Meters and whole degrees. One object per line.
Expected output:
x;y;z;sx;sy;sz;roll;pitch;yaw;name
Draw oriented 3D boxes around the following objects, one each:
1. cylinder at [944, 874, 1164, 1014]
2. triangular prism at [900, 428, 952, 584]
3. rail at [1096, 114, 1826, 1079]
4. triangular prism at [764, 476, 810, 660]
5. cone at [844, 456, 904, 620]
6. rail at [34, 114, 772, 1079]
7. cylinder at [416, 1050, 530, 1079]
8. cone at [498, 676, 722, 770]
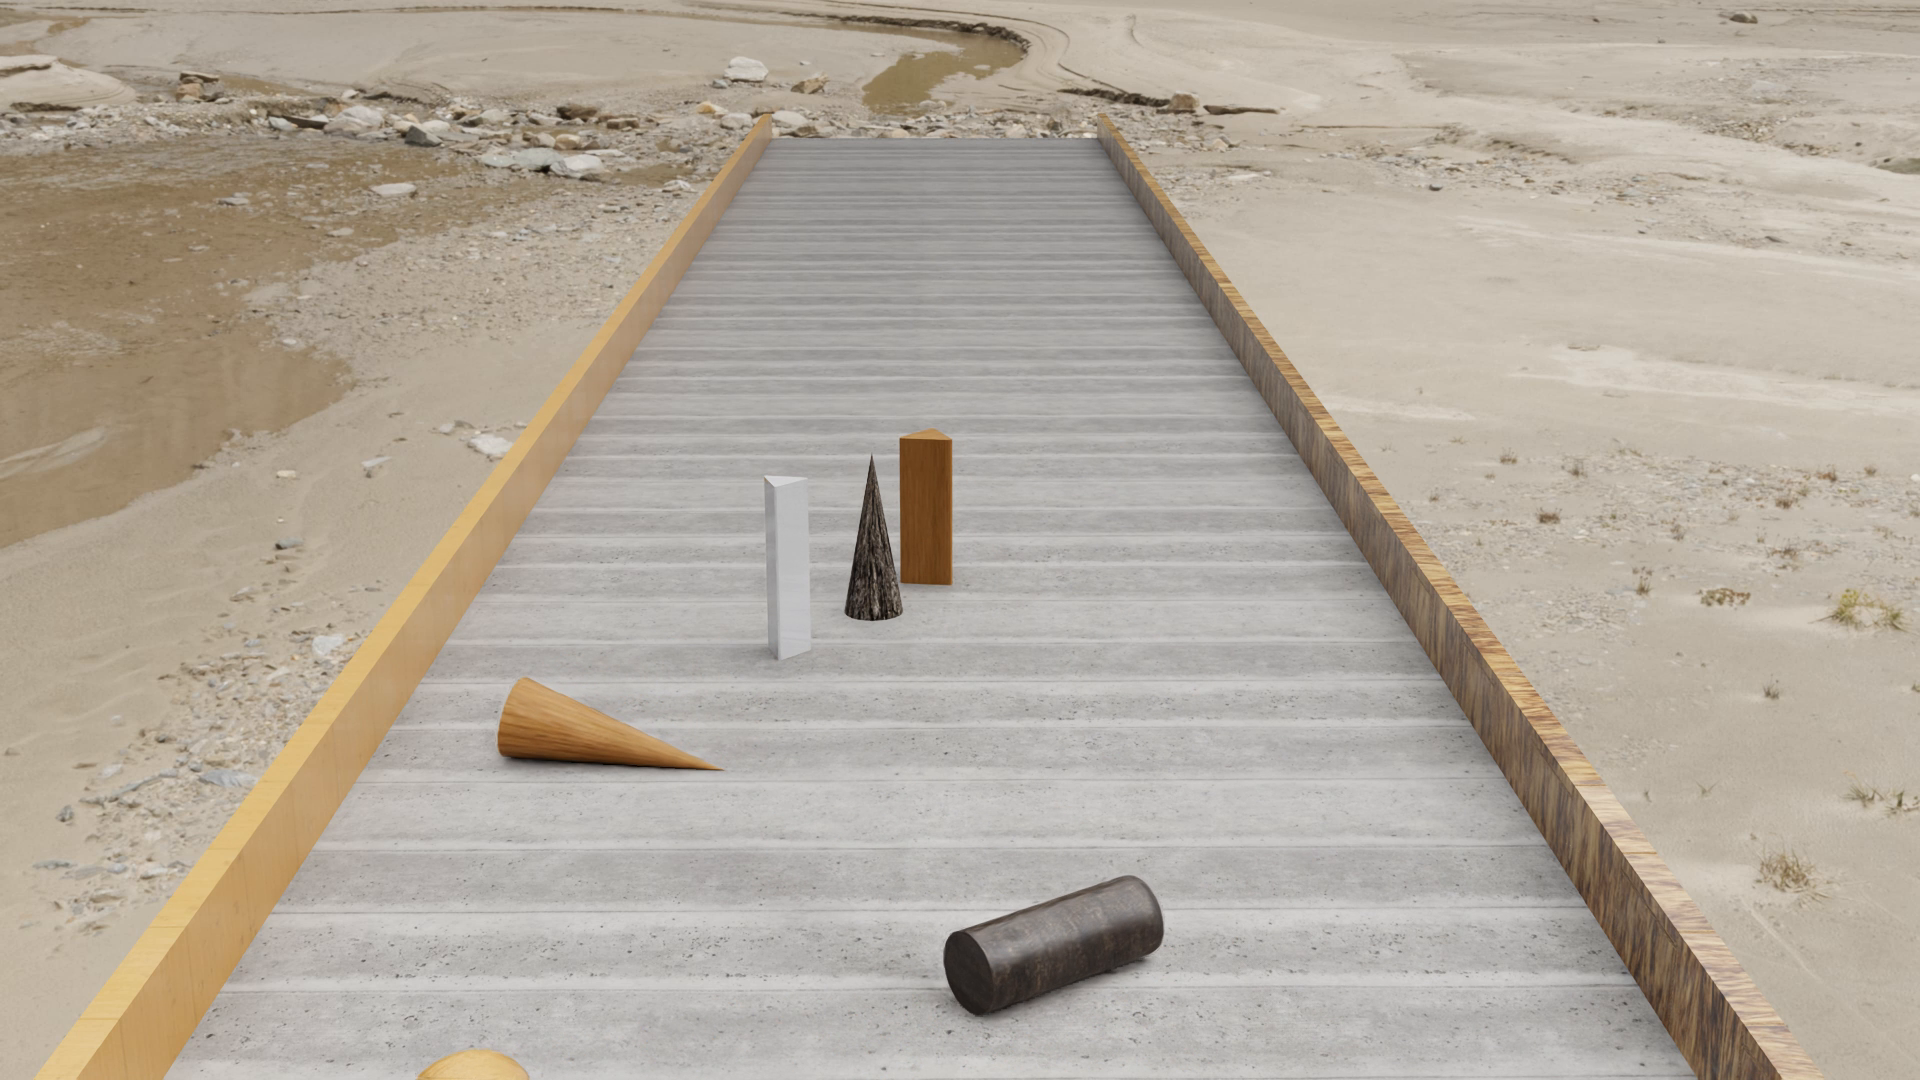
0.134;0.569;3.106;0.303;0.118;0.118;-12;20;-34;cylinder
-0.068;-0.076;4.898;0.115;0.332;0.100;2;17;8;triangular prism
0.932;-0.844;7.801;0.050;0.150;12.000;0;17;-1;rail
-0.361;0.052;4.420;0.076;0.361;0.088;14;22;40;triangular prism
-0.185;-0.016;4.662;0.126;0.353;0.126;0;17;0;cone
-1.118;-0.838;7.780;0.050;0.150;12.000;0;17;-1;rail
-0.500;0.741;2.449;0.164;0.164;0.430;-8;18;-24;cylinder
-0.602;0.360;3.891;0.398;0.144;0.144;13;19;8;cone
